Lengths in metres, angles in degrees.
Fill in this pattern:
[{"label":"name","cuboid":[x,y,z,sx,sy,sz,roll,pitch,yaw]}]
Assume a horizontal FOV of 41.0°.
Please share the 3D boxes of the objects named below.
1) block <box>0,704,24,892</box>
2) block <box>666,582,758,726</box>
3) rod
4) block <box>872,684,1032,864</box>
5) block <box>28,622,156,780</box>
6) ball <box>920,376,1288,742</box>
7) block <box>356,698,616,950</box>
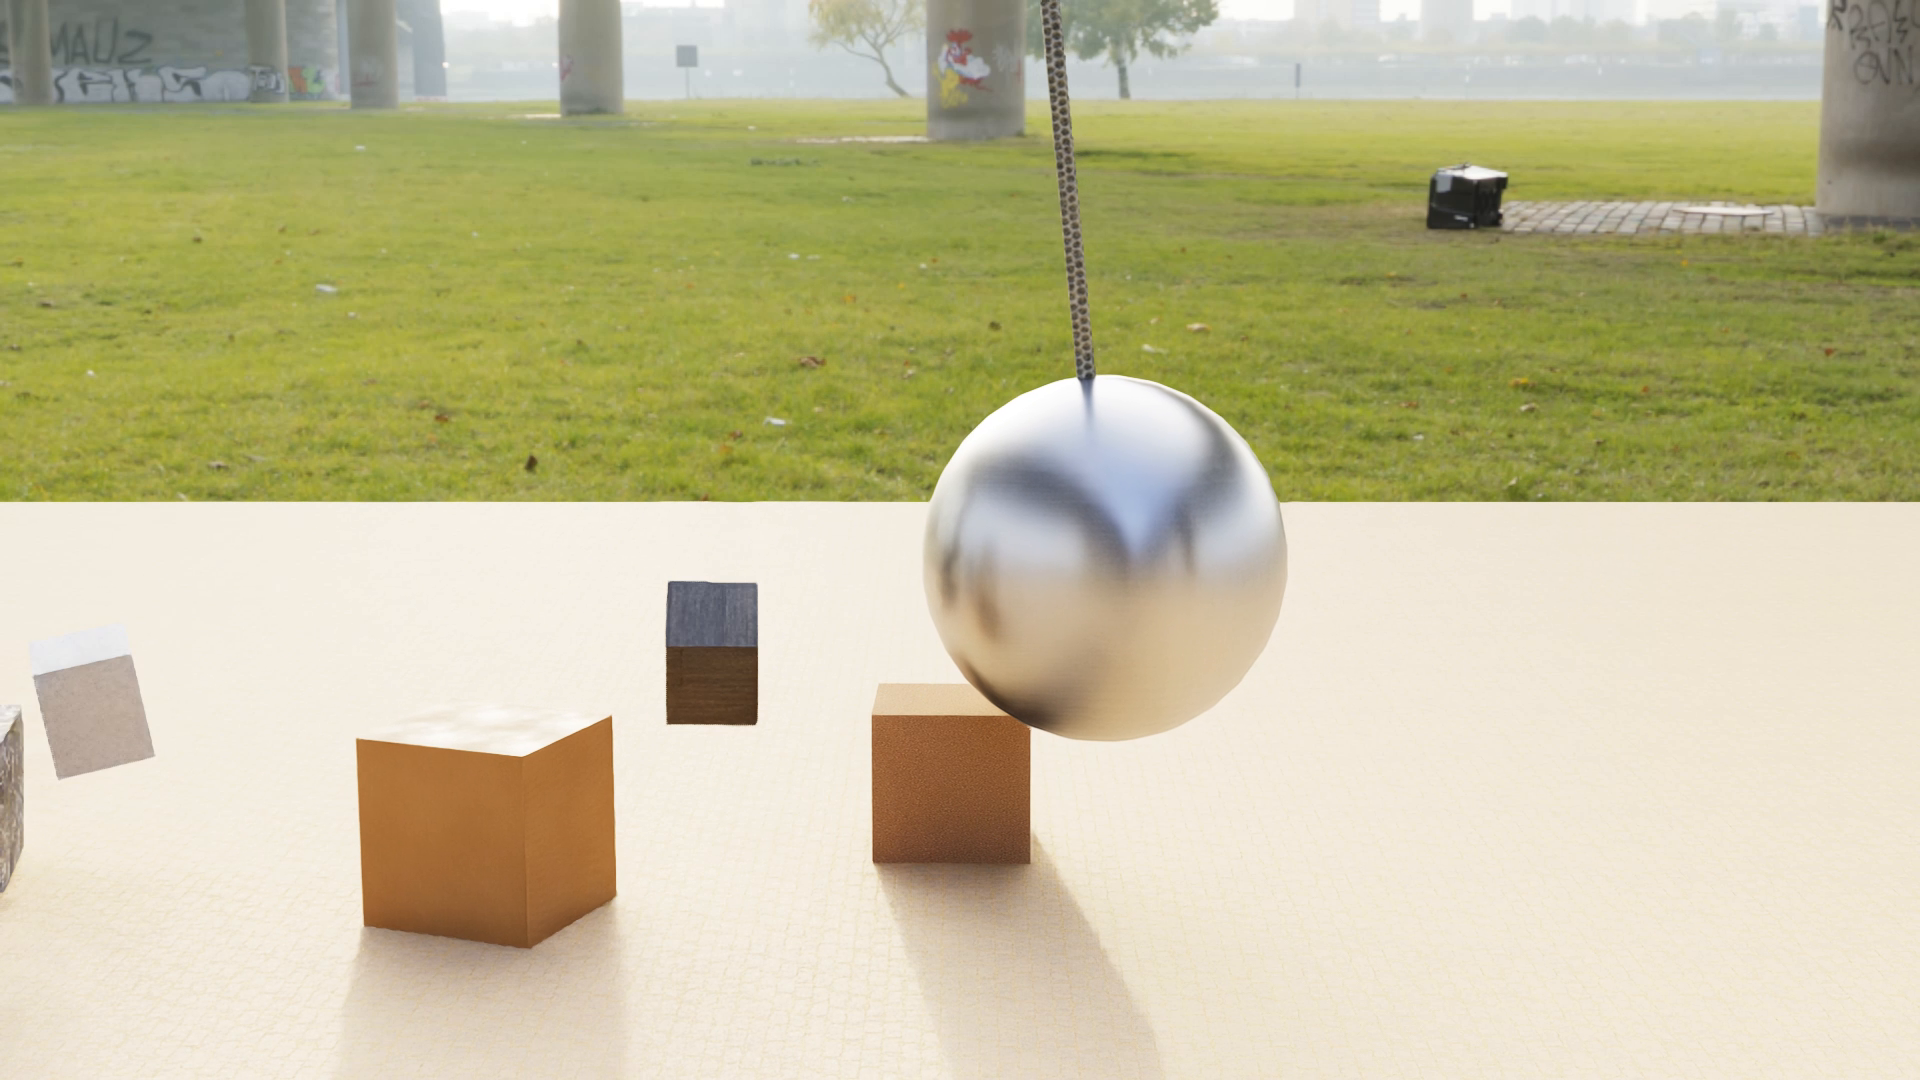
[{"label":"block","cuboid":[-4.509,1.126,11.263,0.670,0.672,0.682,1,9,-14]},{"label":"block","cuboid":[-1.105,0.507,11.442,0.405,0.480,0.426,1,40,-5]},{"label":"rod","cuboid":[0.272,-3.245,10.590,0.080,5.200,0.080,-6,10,1]},{"label":"block","cuboid":[-0.032,1.064,11.793,0.713,0.686,0.606,0,10,1]},{"label":"block","cuboid":[-3.926,0.721,11.593,0.424,0.501,0.500,-13,19,-18]},{"label":"ball","cuboid":[0.627,0.082,11.195,1.600,1.600,1.600,0,10,0]},{"label":"block","cuboid":[-1.986,1.178,10.828,0.792,0.808,0.735,4,11,21]}]
